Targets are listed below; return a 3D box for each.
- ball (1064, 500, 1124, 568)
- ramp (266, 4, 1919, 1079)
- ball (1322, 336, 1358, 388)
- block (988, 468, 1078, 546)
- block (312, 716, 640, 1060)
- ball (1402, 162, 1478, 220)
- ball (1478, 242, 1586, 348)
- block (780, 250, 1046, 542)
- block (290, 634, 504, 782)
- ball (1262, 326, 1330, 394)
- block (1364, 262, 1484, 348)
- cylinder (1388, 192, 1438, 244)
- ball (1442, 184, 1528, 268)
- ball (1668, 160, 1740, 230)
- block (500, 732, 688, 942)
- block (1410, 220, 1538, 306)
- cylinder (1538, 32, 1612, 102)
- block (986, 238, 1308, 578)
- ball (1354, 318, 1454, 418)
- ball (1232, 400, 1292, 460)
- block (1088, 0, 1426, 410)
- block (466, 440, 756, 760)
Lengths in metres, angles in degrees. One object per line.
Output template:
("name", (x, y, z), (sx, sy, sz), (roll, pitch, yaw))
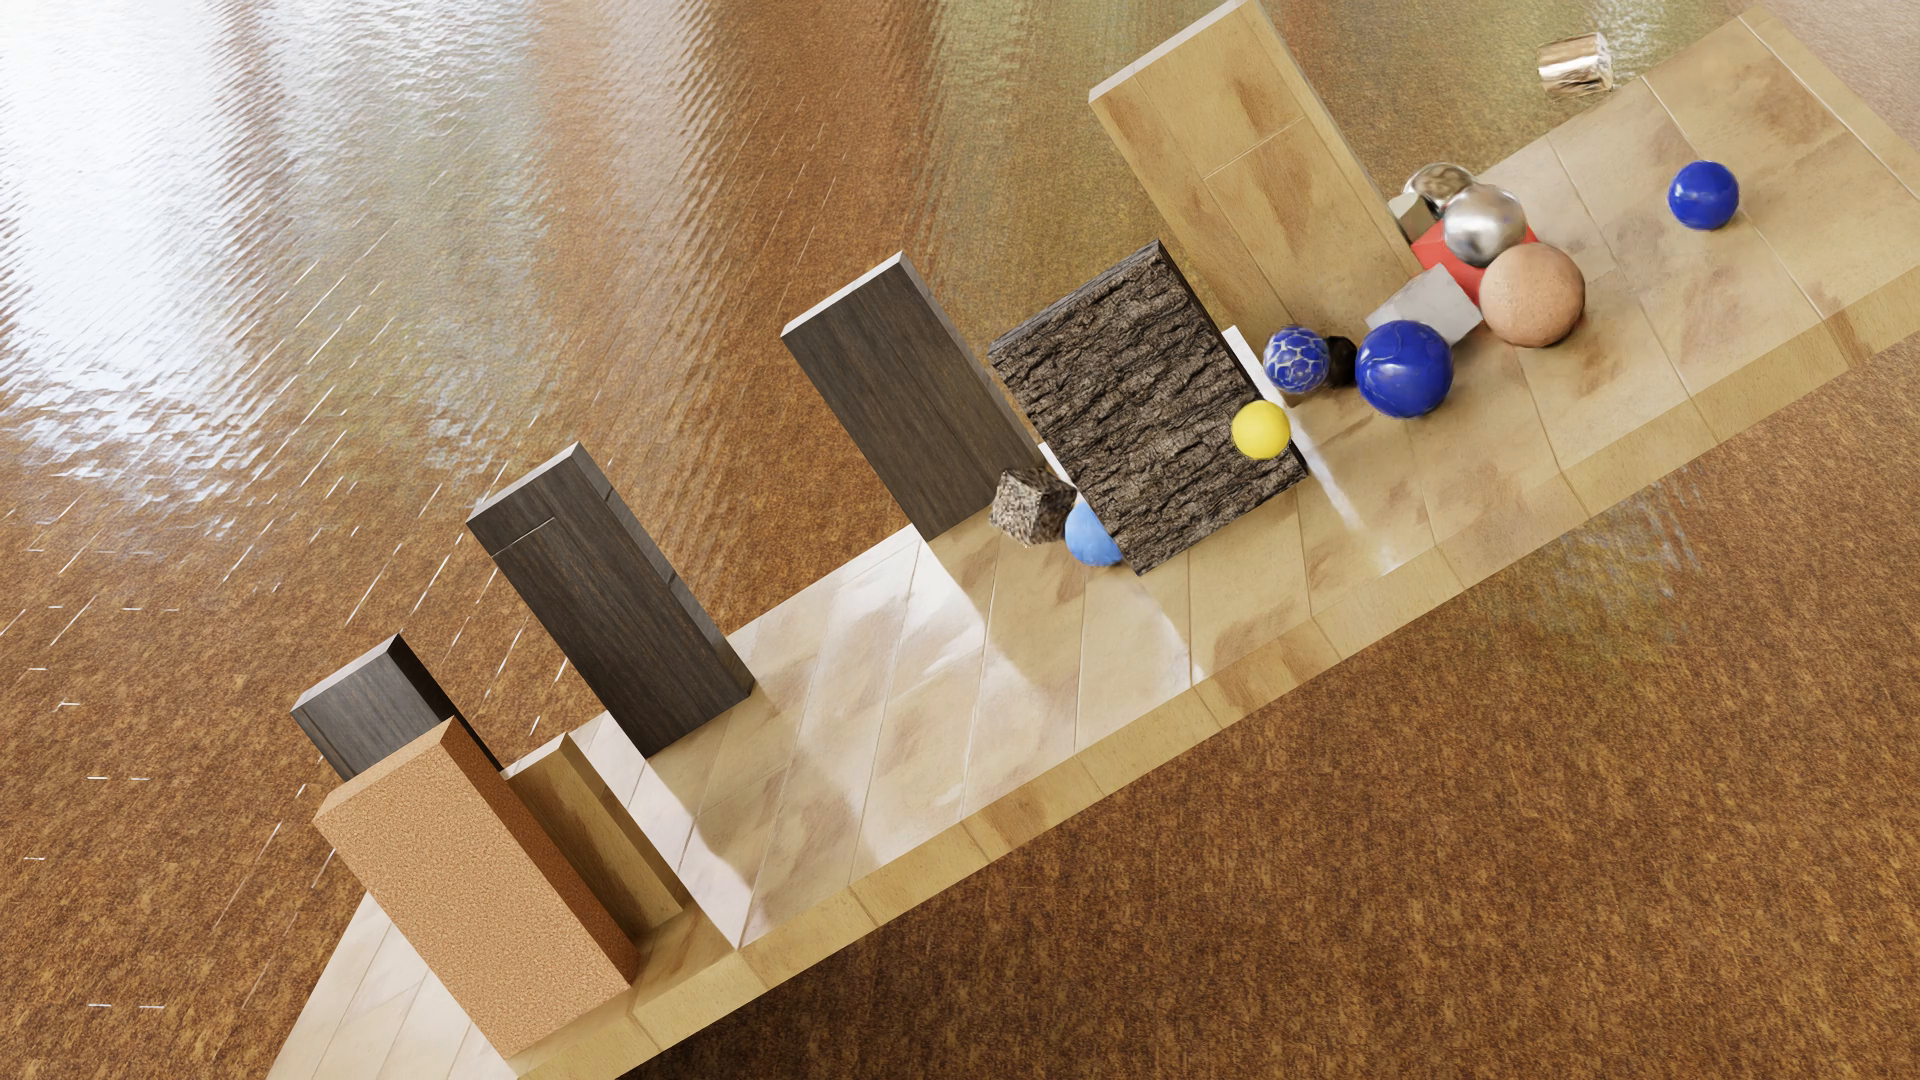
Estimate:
("ball", (0.288, -0.017, 6.076), (0.145, 0.145, 0.145), (0, 21, 0))
("ramp", (0.138, 0.172, 6.299), (4.000, 0.100, 2.000), (-31, 16, 14))
("ball", (0.784, -0.374, 6.159), (0.110, 0.110, 0.110), (0, 21, 0))
("block", (0.156, -0.072, 6.246), (0.118, 0.118, 0.118), (31, 25, 36))
("block", (-0.929, 0.676, 5.688), (0.309, 0.612, 0.125), (-31, 16, 14))
("ball", (1.070, -0.746, 6.528), (0.184, 0.184, 0.184), (0, 21, 0))
("ball", (1.092, -0.467, 5.612), (0.201, 0.201, 0.201), (0, 21, 0))
("block", (-0.108, -0.338, 7.000), (0.339, 0.613, 0.104), (-31, 16, 14))
("block", (-1.154, 0.547, 6.470), (0.269, 0.659, 0.106), (-31, 16, 14))
("ball", (0.672, -0.359, 5.871), (0.135, 0.135, 0.135), (0, 21, 0))
("block", (0.937, -0.446, 5.938), (0.143, 0.143, 0.143), (-40, 3, -17))
("cylinder", (0.966, -0.624, 6.377), (0.187, 0.187, 0.187), (-34, 15, 10))
("ball", (1.052, -0.631, 5.900), (0.168, 0.168, 0.168), (0, 21, 0))
("ball", (1.420, -0.659, 5.617), (0.135, 0.135, 0.135), (0, 21, 0))
("block", (-0.839, 0.664, 5.899), (0.416, 0.420, 0.081), (-31, 16, 14))
("block", (1.079, -0.599, 6.111), (0.165, 0.165, 0.165), (-41, 16, -20))
("cylinder", (1.189, -0.915, 5.685), (0.114, 0.114, 0.114), (-9, 15, 26))
("block", (0.374, -0.259, 5.849), (0.399, 0.550, 0.098), (-31, 16, 14))
("ball", (0.863, -0.333, 5.713), (0.193, 0.193, 0.193), (0, 21, 0))
("ball", (0.586, -0.215, 5.722), (0.115, 0.115, 0.115), (0, 21, 0))
("block", (0.651, -0.711, 6.170), (0.394, 0.787, 0.131), (-31, 16, 14))
("block", (-0.811, 0.145, 6.862), (0.305, 0.707, 0.103), (-31, 16, 14))
